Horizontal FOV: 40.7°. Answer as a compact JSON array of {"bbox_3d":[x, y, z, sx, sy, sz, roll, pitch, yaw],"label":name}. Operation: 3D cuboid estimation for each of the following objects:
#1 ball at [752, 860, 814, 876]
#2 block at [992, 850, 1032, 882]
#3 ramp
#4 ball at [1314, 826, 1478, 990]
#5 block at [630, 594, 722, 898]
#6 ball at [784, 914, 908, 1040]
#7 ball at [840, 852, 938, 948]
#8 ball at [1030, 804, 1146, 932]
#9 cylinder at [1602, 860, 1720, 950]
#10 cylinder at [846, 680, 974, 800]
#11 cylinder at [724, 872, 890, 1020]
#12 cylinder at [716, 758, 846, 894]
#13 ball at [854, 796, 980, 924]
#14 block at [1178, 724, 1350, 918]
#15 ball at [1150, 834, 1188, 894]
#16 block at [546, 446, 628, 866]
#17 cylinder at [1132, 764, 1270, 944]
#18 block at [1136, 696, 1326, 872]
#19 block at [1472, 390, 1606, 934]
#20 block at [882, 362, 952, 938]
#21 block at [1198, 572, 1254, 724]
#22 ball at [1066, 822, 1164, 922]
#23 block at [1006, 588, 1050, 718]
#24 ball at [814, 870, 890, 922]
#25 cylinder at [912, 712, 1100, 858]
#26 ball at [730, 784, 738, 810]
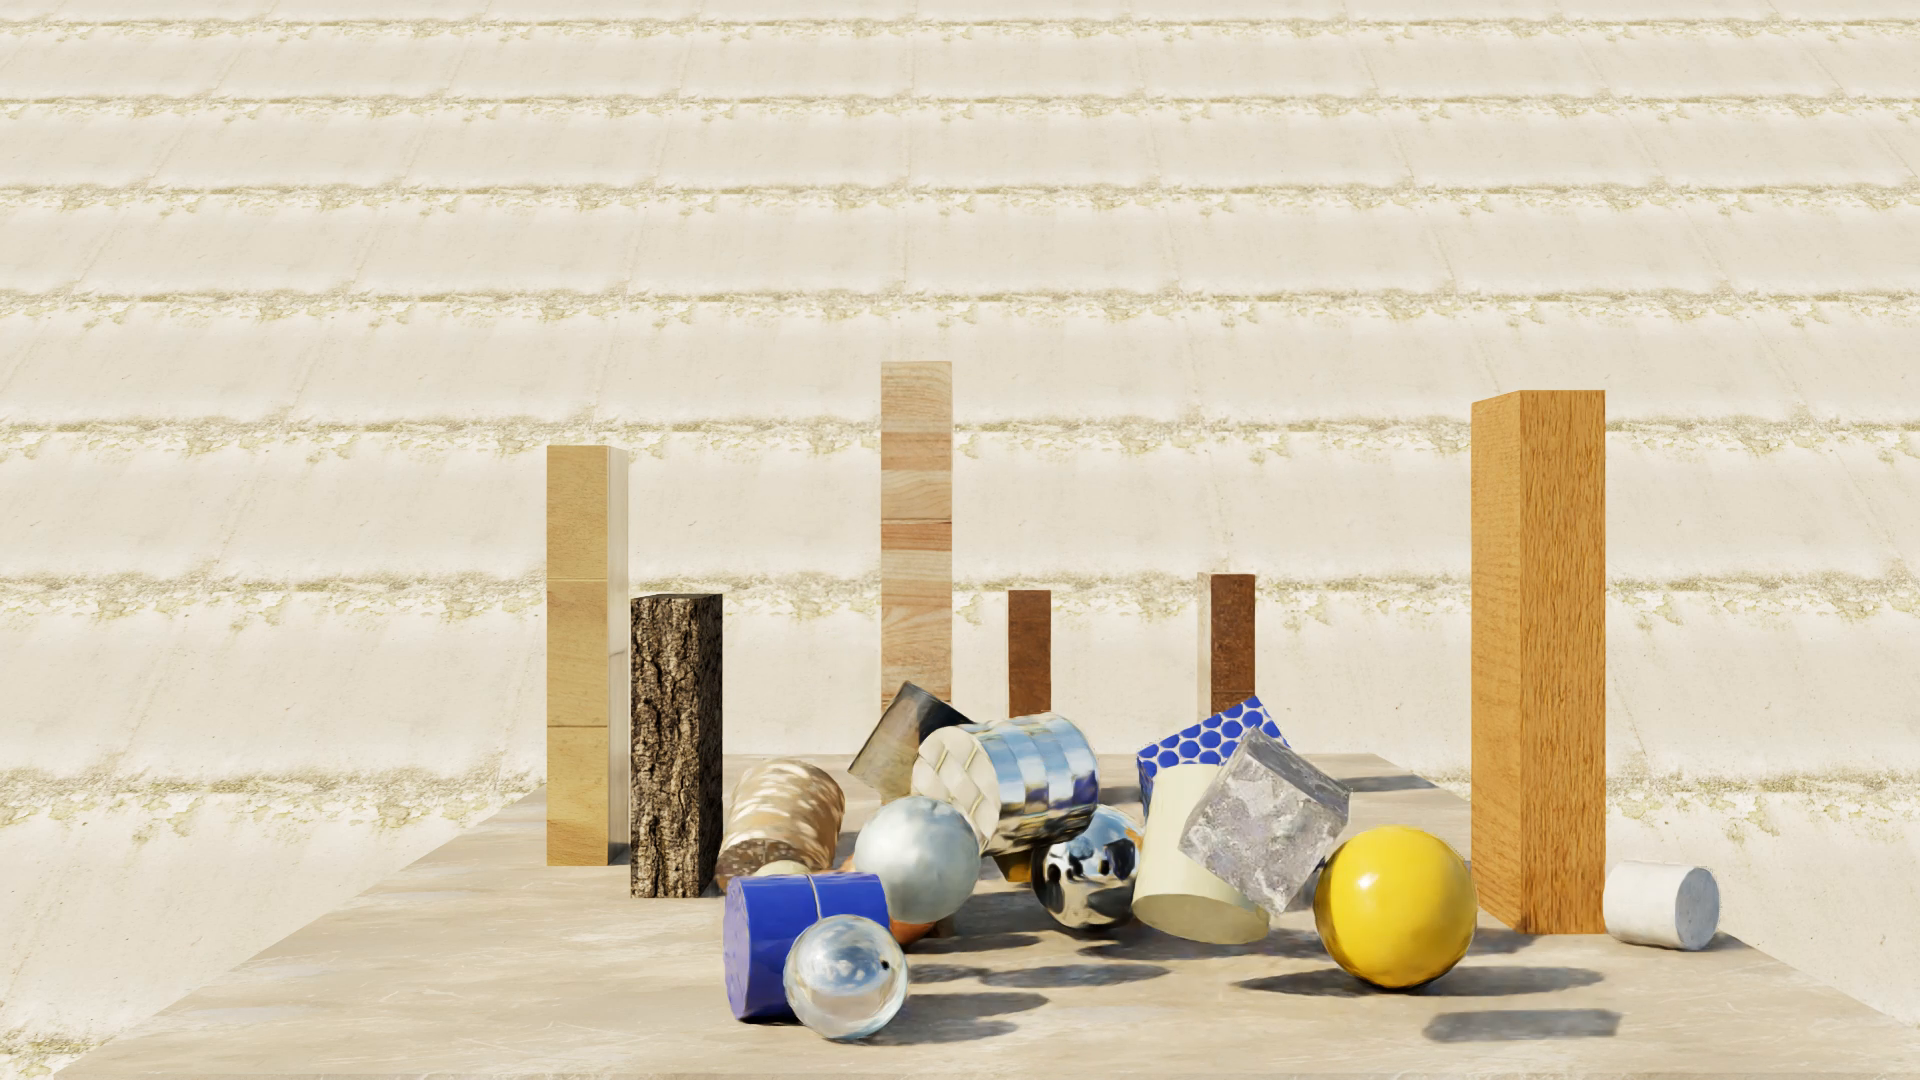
[{"bbox_3d":[-0.236,0.490,3.481,0.117,0.117,0.117,0,30,0],"label":"ball"},{"bbox_3d":[0.124,0.462,4.128,0.121,0.121,0.121,3,24,-20],"label":"block"},{"bbox_3d":[0.067,0.599,4.658,2.000,0.100,4.000,0,0,0],"label":"ramp"},{"bbox_3d":[0.532,0.449,3.160,0.199,0.199,0.199,0,30,0],"label":"ball"},{"bbox_3d":[-0.453,0.320,4.168,0.104,0.459,0.409,0,0,0],"label":"block"},{"bbox_3d":[-0.125,0.480,2.841,0.137,0.137,0.137,0,30,0],"label":"ball"},{"bbox_3d":[-0.095,0.475,3.470,0.148,0.148,0.148,0,30,0],"label":"ball"},{"bbox_3d":[0.185,0.453,3.575,0.176,0.176,0.176,0,30,0],"label":"ball"},{"bbox_3d":[0.945,0.492,3.489,0.111,0.111,0.111,-28,18,-39],"label":"cylinder"},{"bbox_3d":[-0.052,0.290,3.488,0.147,0.147,0.147,28,83,39],"label":"cylinder"},{"bbox_3d":[-0.178,0.467,2.982,0.163,0.163,0.163,0,29,-15],"label":"cylinder"},{"bbox_3d":[-0.258,0.431,3.741,0.162,0.162,0.162,4,39,6],"label":"cylinder"},{"bbox_3d":[-0.052,0.391,3.162,0.155,0.155,0.155,0,30,0],"label":"ball"},{"bbox_3d":[0.327,0.300,2.774,0.128,0.128,0.128,34,13,2],"label":"block"},{"bbox_3d":[0.378,0.464,3.977,0.169,0.169,0.169,0,30,0],"label":"ball"},{"bbox_3d":[-0.645,0.195,4.497,0.102,0.709,0.280,0,0,0],"label":"block"},{"bbox_3d":[0.304,0.381,3.132,0.166,0.166,0.166,7,64,12],"label":"cylinder"},{"bbox_3d":[0.357,0.355,3.404,0.178,0.178,0.178,-24,54,-9],"label":"block"},{"bbox_3d":[0.837,0.170,3.764,0.119,0.756,0.343,0,0,0],"label":"block"},{"bbox_3d":[-0.060,0.151,3.760,0.097,0.795,0.383,0,0,0],"label":"block"},{"bbox_3d":[0.580,0.311,5.660,0.094,0.477,0.293,0,0,0],"label":"block"},{"bbox_3d":[0.223,0.477,3.729,0.143,0.143,0.143,0,30,0],"label":"ball"},{"bbox_3d":[0.142,0.326,5.466,0.088,0.447,0.344,0,0,0],"label":"block"},{"bbox_3d":[-0.156,0.479,3.220,0.138,0.138,0.138,0,30,0],"label":"ball"},{"bbox_3d":[0.059,0.321,3.372,0.174,0.174,0.174,-4,26,-41],"label":"cylinder"},{"bbox_3d":[-0.329,0.472,4.563,0.154,0.154,0.154,0,30,0],"label":"ball"}]
